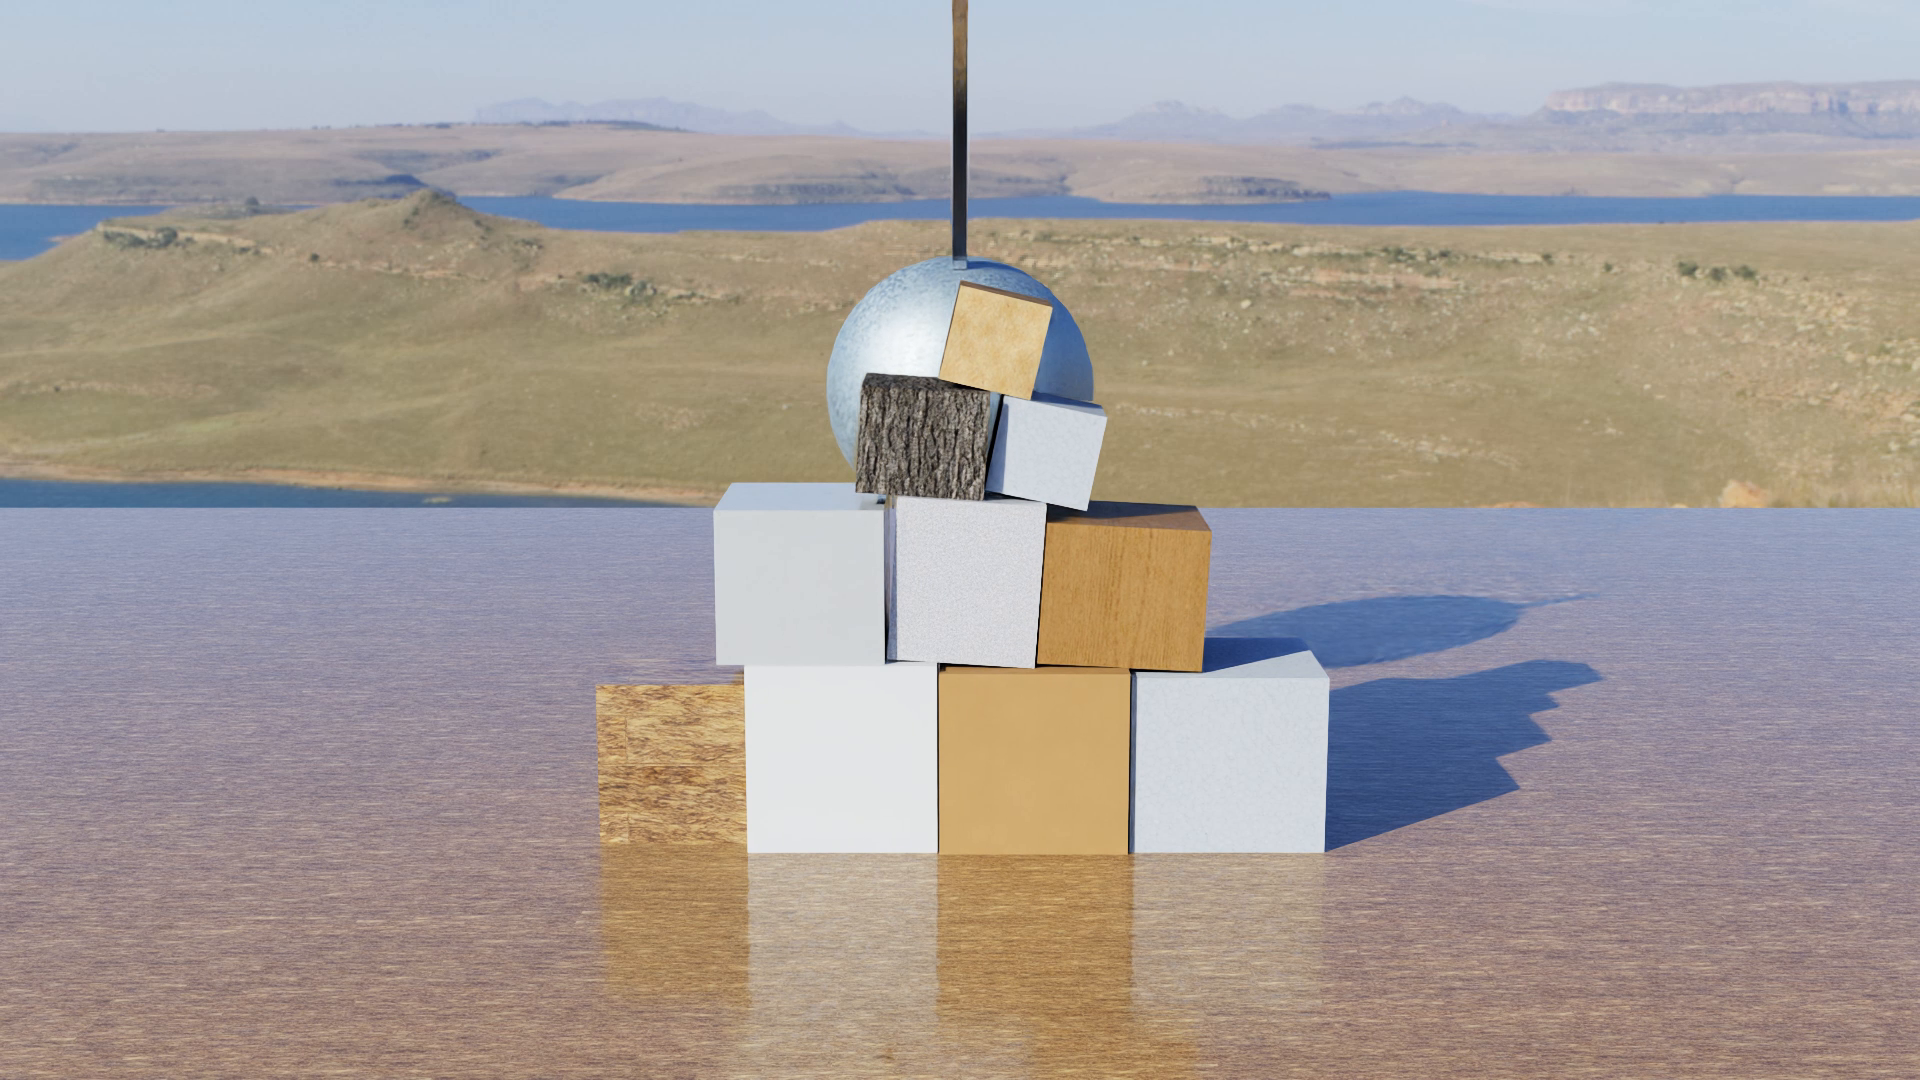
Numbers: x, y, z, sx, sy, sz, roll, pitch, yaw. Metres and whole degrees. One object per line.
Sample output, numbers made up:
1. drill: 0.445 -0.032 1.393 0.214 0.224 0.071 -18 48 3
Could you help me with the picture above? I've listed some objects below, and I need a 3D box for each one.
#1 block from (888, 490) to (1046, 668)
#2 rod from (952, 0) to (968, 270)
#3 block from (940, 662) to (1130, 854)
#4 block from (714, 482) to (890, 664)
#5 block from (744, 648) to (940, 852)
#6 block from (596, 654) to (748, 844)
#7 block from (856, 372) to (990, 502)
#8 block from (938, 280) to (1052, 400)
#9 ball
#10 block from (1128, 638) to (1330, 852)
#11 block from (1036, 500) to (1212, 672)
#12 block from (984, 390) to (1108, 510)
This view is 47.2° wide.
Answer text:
1. block: 0.031 0.145 11.205 0.732 0.815 0.769 4 10 -1
2. rod: 0.000 -3.820 11.399 0.080 5.200 0.080 0 31 0
3. block: 0.366 1.022 11.368 0.938 0.922 1.014 0 10 0
4. block: -0.786 0.157 11.211 0.829 0.771 0.885 0 10 0
5. block: -0.587 1.008 11.354 0.947 0.954 0.936 0 10 0
6. block: -1.445 1.069 11.385 0.750 0.824 0.677 0 10 0
7. block: -0.183 -0.527 11.067 0.631 0.526 0.636 4 10 -1
8. block: 0.174 -1.007 11.018 0.464 0.470 0.455 13 10 -2
9. ball: 0.000 -0.892 13.127 1.600 1.600 1.600 0 10 0
10. block: 1.332 1.040 11.351 0.974 0.893 0.907 0 10 0
11. block: 0.809 0.216 11.231 0.820 0.709 0.773 3 10 -1
12. block: 0.424 -0.472 11.105 0.516 0.476 0.528 12 10 -2
